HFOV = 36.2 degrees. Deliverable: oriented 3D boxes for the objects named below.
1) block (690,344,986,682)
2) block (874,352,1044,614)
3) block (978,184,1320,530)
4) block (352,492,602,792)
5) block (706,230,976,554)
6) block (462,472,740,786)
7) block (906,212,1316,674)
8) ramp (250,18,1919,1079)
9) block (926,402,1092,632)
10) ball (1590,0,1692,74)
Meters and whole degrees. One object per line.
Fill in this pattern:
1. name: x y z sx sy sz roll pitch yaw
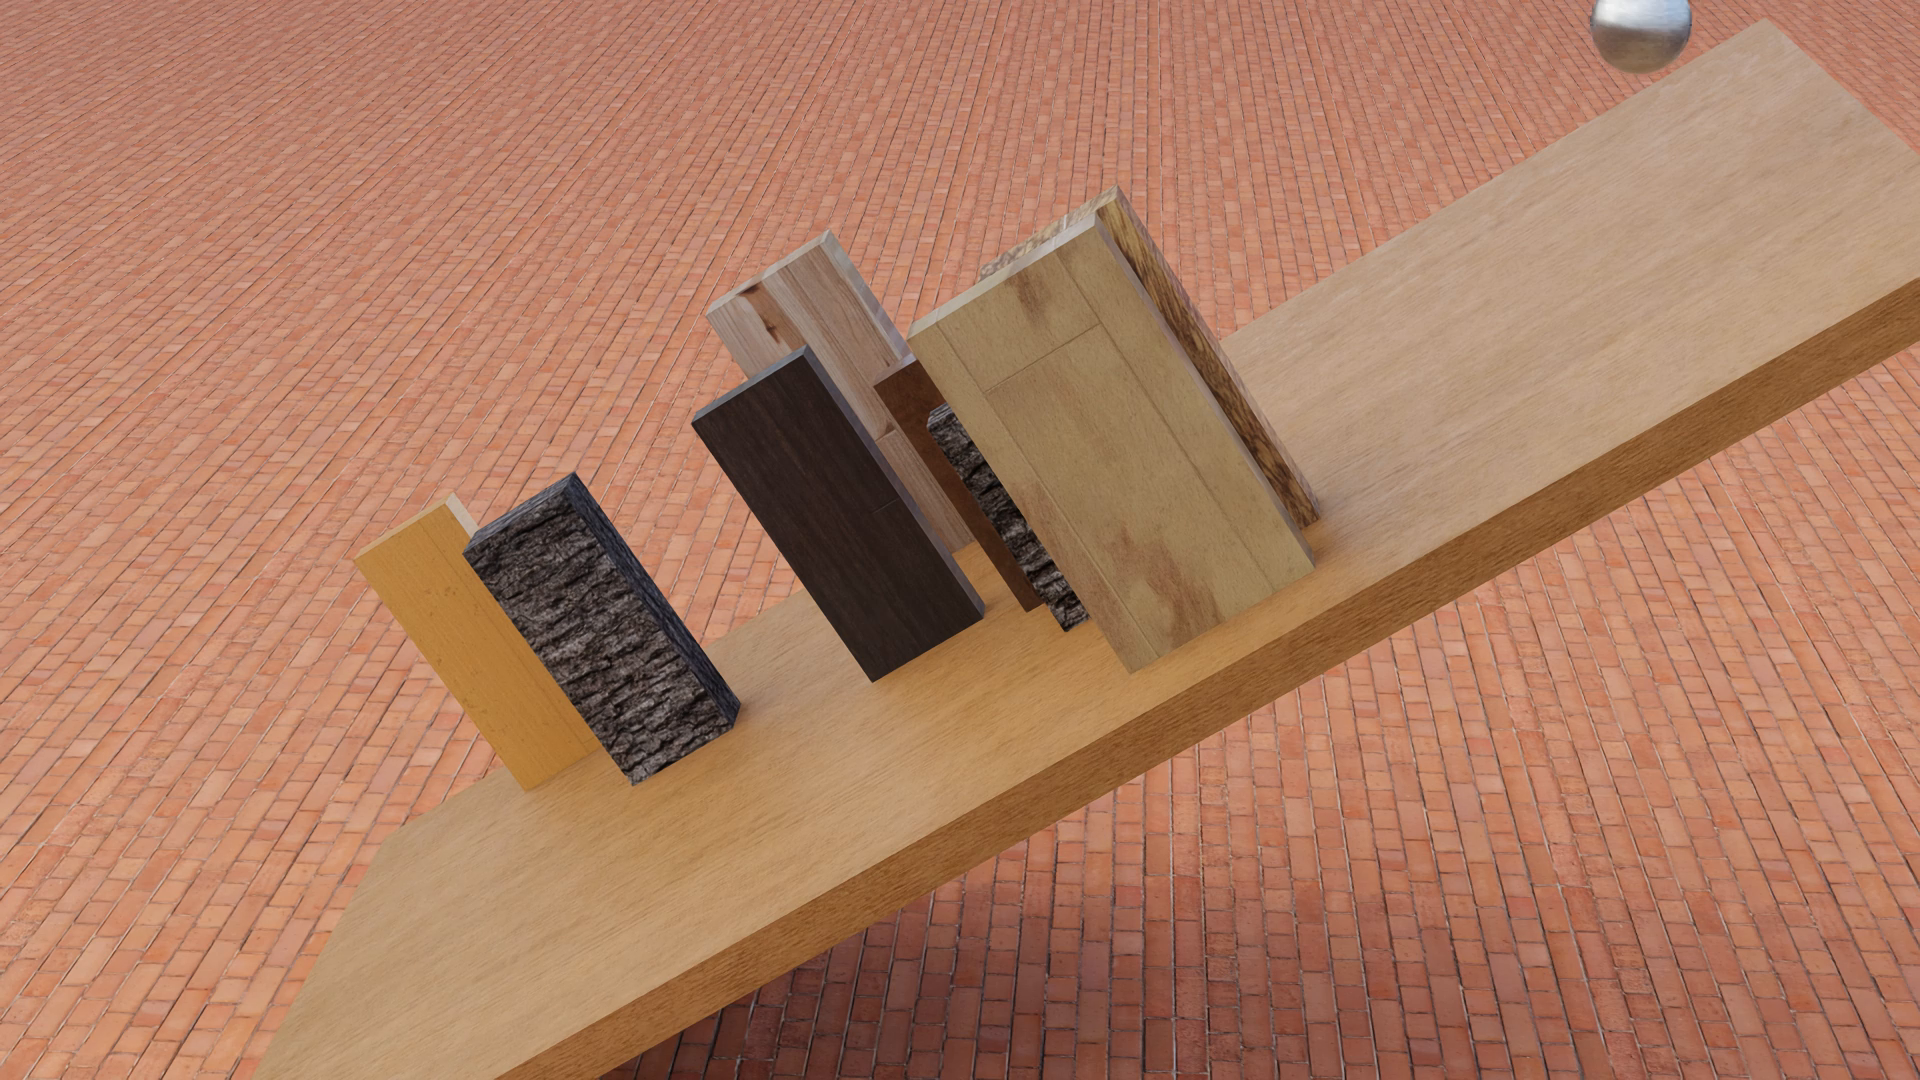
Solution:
1. block: -0.256 -0.052 6.279 0.287 0.694 0.082 -31 15 14
2. block: 0.125 -0.178 6.080 0.338 0.584 0.087 -31 15 14
3. block: 0.363 -0.280 5.596 0.305 0.736 0.119 -31 15 14
4. block: -1.147 0.252 7.173 0.280 0.715 0.083 -31 15 14
5. block: -0.227 -0.299 6.813 0.330 0.781 0.115 -31 15 14
6. block: -0.810 0.205 6.696 0.279 0.670 0.144 -31 15 14
7. block: 0.280 -0.170 5.379 0.399 0.762 0.105 -31 15 14
8. ramp: 0.140 0.170 6.294 4.000 0.100 2.000 -31 15 14
9. block: 0.185 -0.099 5.851 0.260 0.509 0.101 -31 15 14
10. ball: 1.326 -1.005 5.729 0.195 0.195 0.195 0 20 0
